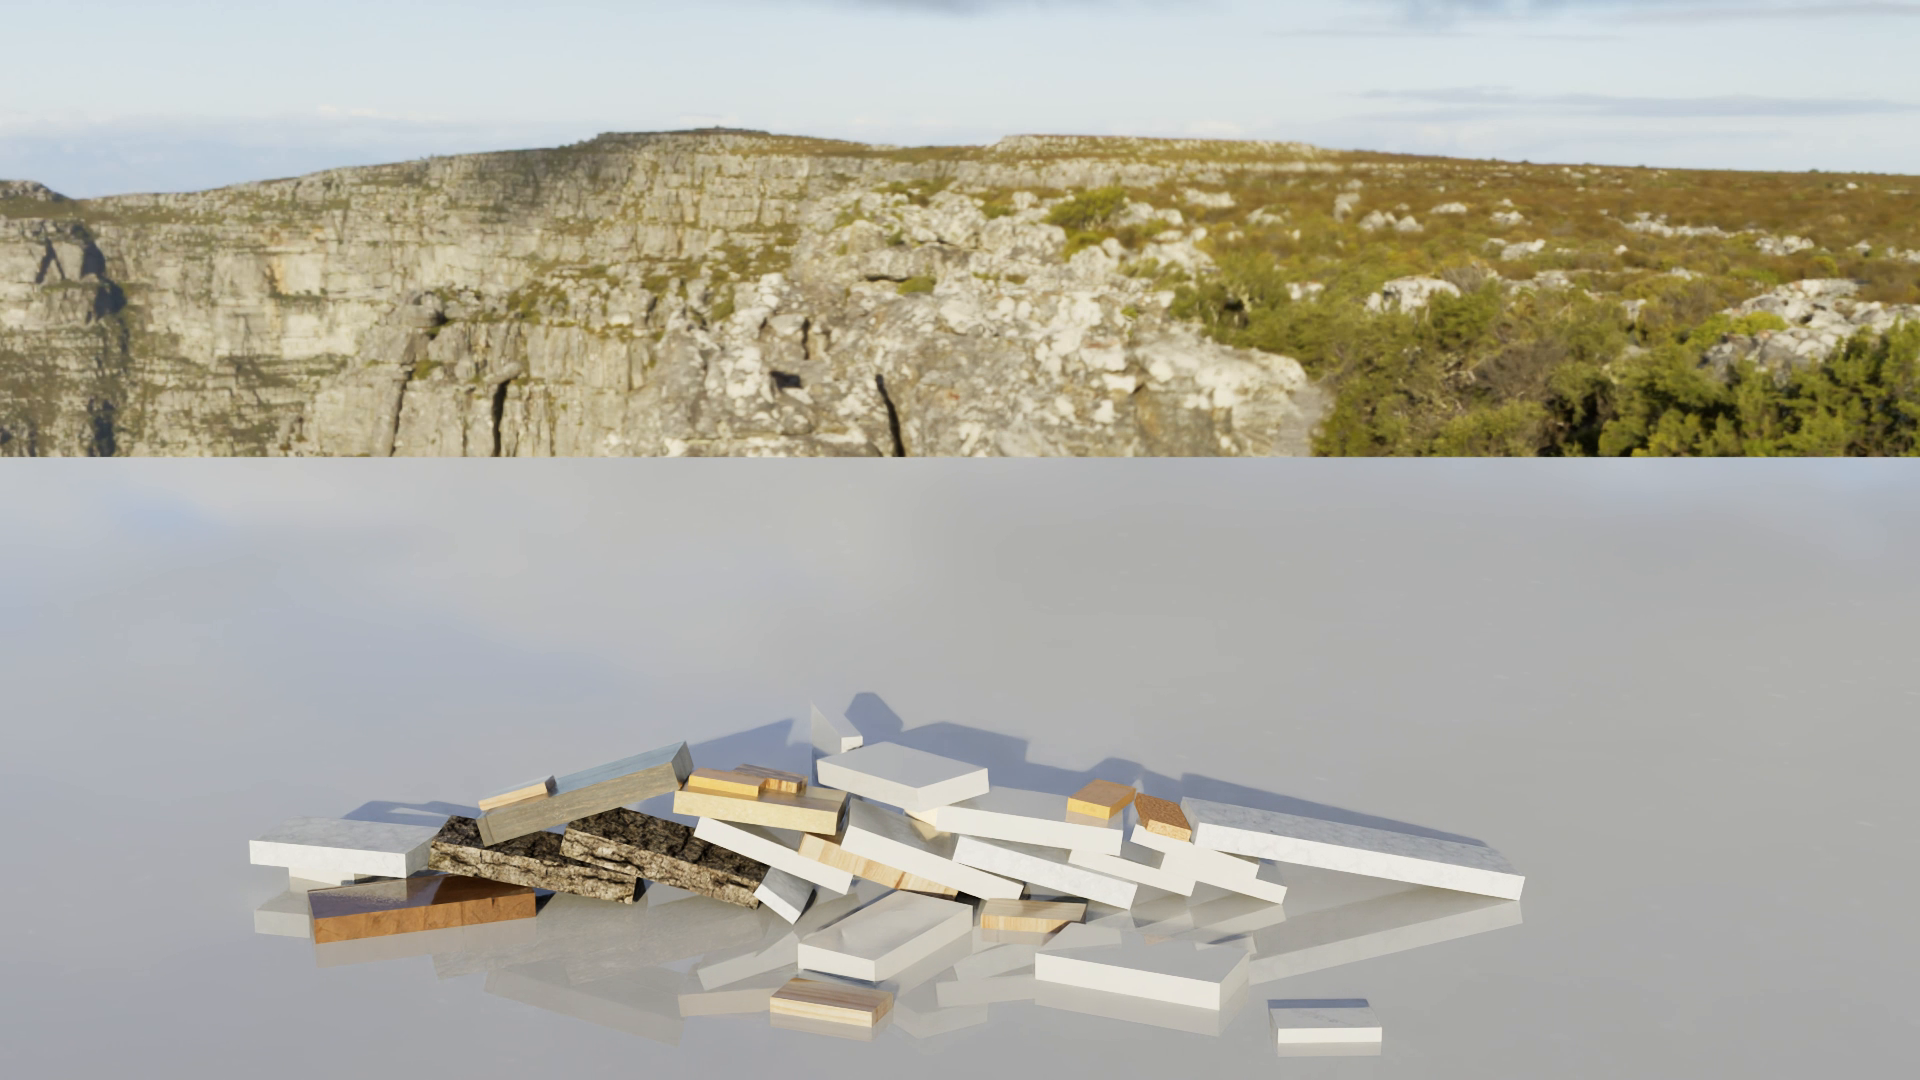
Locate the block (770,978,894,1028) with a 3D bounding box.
[{"bbox_3d":[-0.186,0.669,3.183,0.159,0.023,0.080,4,11,20],"label":"block"}]

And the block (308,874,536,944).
[{"bbox_3d":[-0.873,0.589,3.563,0.344,0.041,0.144,-4,11,-20],"label":"block"}]

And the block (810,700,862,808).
[{"bbox_3d":[-0.239,0.412,4.247,0.040,0.140,0.280,-3,11,-15],"label":"block"}]

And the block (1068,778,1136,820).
[{"bbox_3d":[0.239,0.434,3.689,0.072,0.021,0.145,11,11,20],"label":"block"}]

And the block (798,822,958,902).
[{"bbox_3d":[-0.134,0.528,3.651,0.267,0.038,0.134,20,9,-5],"label":"block"}]

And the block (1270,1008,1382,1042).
[{"bbox_3d":[0.515,0.685,3.104,0.145,0.021,0.072,0,11,-2],"label":"block"}]

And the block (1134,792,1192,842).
[{"bbox_3d":[0.336,0.460,3.653,0.072,0.021,0.145,16,10,-6],"label":"block"}]

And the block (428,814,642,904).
[{"bbox_3d":[-0.699,0.531,3.661,0.335,0.047,0.167,11,7,-4],"label":"block"}]

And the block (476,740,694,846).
[{"bbox_3d":[-0.620,0.420,3.659,0.335,0.047,0.167,-17,6,3],"label":"block"}]

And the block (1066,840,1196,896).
[{"bbox_3d":[0.281,0.533,3.655,0.211,0.030,0.105,16,10,-4],"label":"block"}]

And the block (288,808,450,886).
[{"bbox_3d":[-1.018,0.536,3.849,0.144,0.041,0.287,5,12,26],"label":"block"}]

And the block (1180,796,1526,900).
[{"bbox_3d":[0.650,0.514,3.669,0.558,0.041,0.144,10,9,-7],"label":"block"}]

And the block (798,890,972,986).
[{"bbox_3d":[-0.113,0.616,3.420,0.140,0.040,0.280,6,12,31],"label":"block"}]

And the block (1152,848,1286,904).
[{"bbox_3d":[0.431,0.546,3.660,0.211,0.030,0.105,16,10,-4],"label":"block"}]

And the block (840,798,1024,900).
[{"bbox_3d":[-0.047,0.518,3.645,0.302,0.043,0.151,20,9,-5],"label":"block"}]

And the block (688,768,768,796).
[{"bbox_3d":[-0.384,0.400,3.639,0.117,0.017,0.058,8,9,8],"label":"block"}]

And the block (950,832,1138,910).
[{"bbox_3d":[0.137,0.529,3.652,0.302,0.043,0.151,16,10,-4],"label":"block"}]

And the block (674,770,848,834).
[{"bbox_3d":[-0.328,0.434,3.642,0.267,0.038,0.134,7,9,3],"label":"block"}]

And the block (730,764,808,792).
[{"bbox_3d":[-0.320,0.399,3.690,0.117,0.017,0.059,9,9,13],"label":"block"}]

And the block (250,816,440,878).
[{"bbox_3d":[-1.034,0.518,3.724,0.287,0.041,0.144,3,11,14],"label":"block"}]

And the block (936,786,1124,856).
[{"bbox_3d":[0.117,0.459,3.646,0.302,0.043,0.151,8,10,2],"label":"block"}]

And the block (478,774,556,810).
[{"bbox_3d":[-0.739,0.421,3.671,0.117,0.017,0.059,-16,6,6],"label":"block"}]

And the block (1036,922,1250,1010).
[{"bbox_3d":[0.274,0.638,3.301,0.288,0.041,0.144,5,12,24],"label":"block"}]

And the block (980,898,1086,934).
[{"bbox_3d":[0.119,0.604,3.532,0.159,0.023,0.080,2,11,10],"label":"block"}]

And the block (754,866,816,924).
[{"bbox_3d":[-0.283,0.566,3.605,0.080,0.023,0.199,37,10,-1],"label":"block"}]

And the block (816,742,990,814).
[{"bbox_3d":[-0.098,0.395,3.689,0.144,0.041,0.288,-12,12,-36],"label":"block"}]

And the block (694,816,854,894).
[{"bbox_3d":[-0.299,0.505,3.660,0.267,0.038,0.134,21,10,1],"label":"block"}]

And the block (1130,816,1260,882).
[{"bbox_3d":[0.391,0.505,3.644,0.211,0.030,0.105,18,10,6],"label":"block"}]

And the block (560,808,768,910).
[{"bbox_3d":[-0.482,0.521,3.665,0.335,0.047,0.167,16,10,1],"label":"block"}]
